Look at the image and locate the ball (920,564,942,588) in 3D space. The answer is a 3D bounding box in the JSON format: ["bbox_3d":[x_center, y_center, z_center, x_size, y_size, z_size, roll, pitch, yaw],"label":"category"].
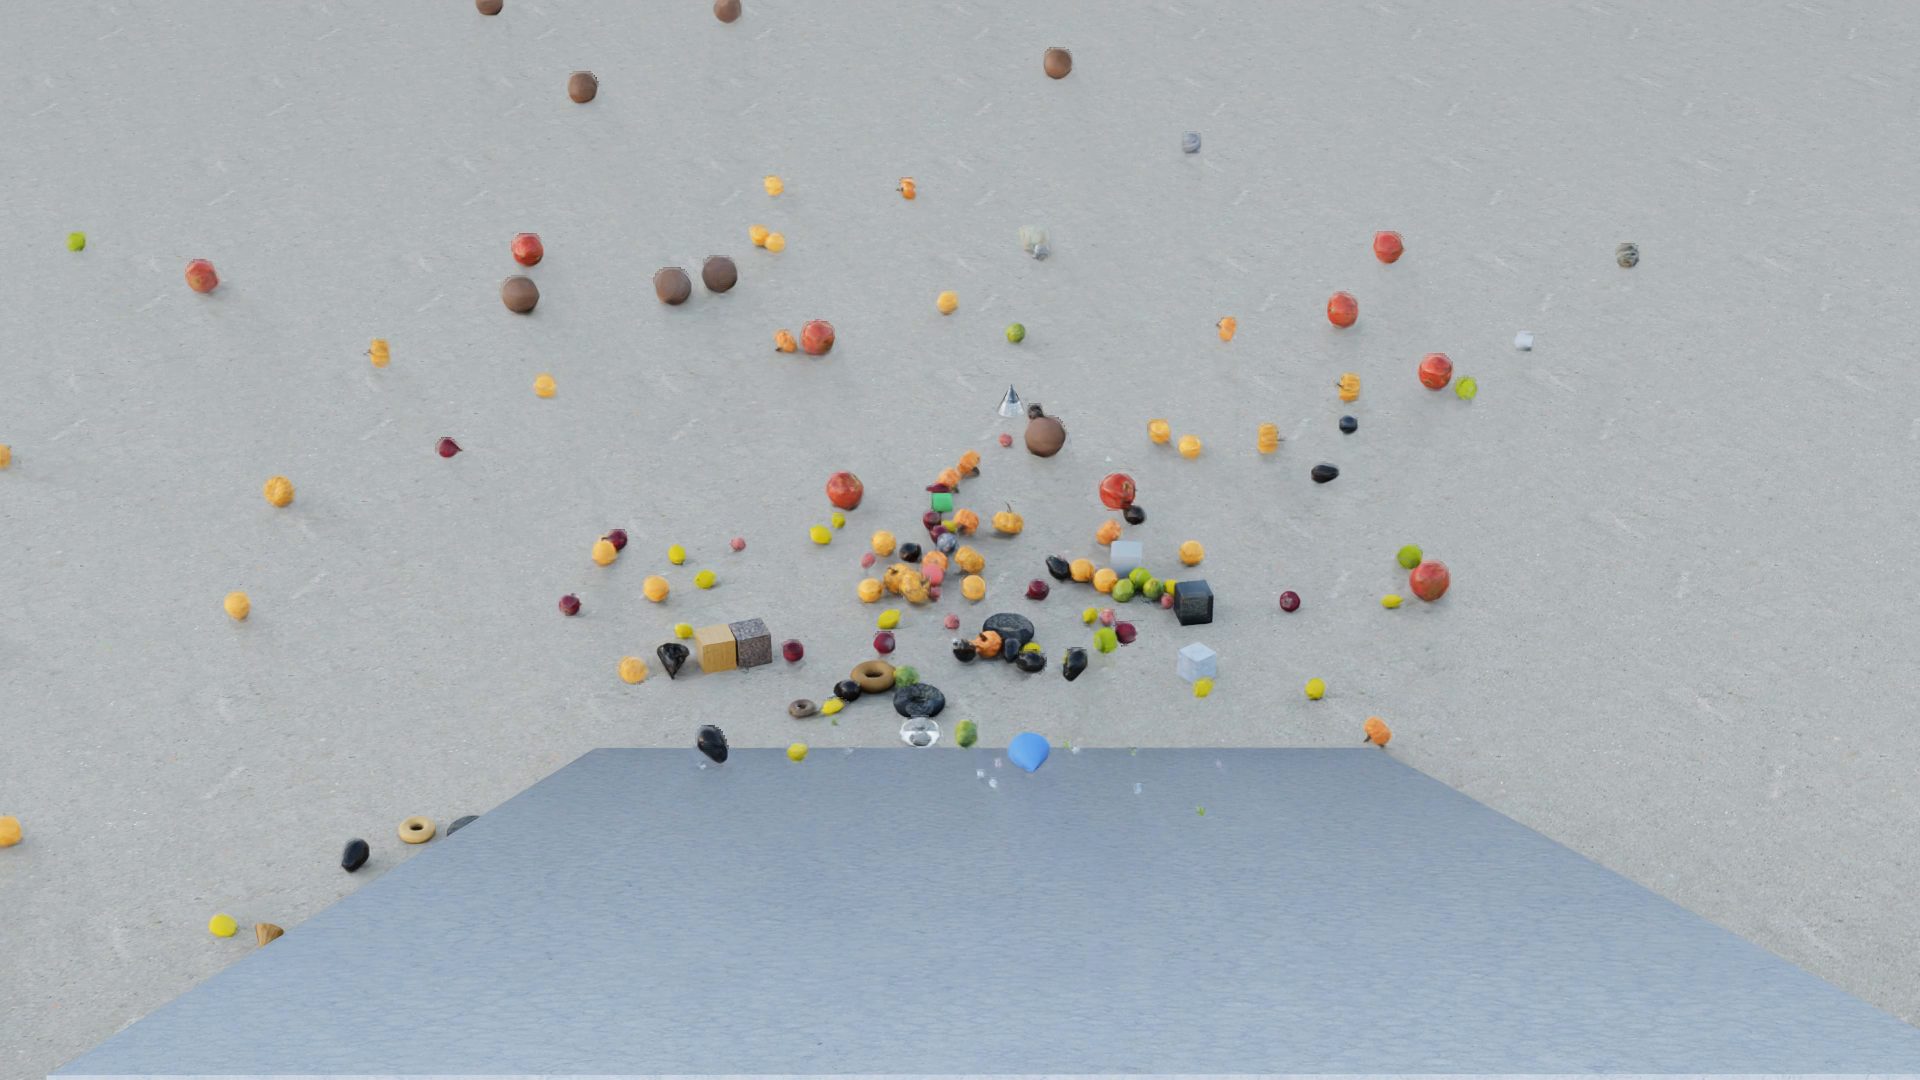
[{"bbox_3d":[-0.083,0.105,7.510,0.067,0.067,0.067,0,29,0],"label":"ball"}]

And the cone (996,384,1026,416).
[{"bbox_3d":[0.169,-0.469,8.498,0.097,0.097,0.097,0,29,0],"label":"cone"}]

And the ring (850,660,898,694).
[{"bbox_3d":[-0.235,0.373,7.059,0.130,0.043,0.130,-1,30,0],"label":"ring"}]

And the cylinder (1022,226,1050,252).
[{"bbox_3d":[0.283,-1.125,9.665,0.086,0.086,0.086,-6,30,-10],"label":"cylinder"}]

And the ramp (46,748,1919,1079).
[{"bbox_3d":[0.066,0.590,4.642,2.000,0.100,4.000,0,0,0],"label":"ramp"}]

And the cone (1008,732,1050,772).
[{"bbox_3d":[0.164,0.514,6.007,0.096,0.096,0.096,-1,27,-2],"label":"cone"}]

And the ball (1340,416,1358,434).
[{"bbox_3d":[1.257,-0.374,8.366,0.060,0.060,0.060,0,29,0],"label":"ball"}]

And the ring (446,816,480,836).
[{"bbox_3d":[-1.214,0.729,6.431,0.123,0.041,0.123,1,29,-1],"label":"ring"}]

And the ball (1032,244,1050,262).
[{"bbox_3d":[0.302,-1.066,9.585,0.066,0.066,0.066,0,29,0],"label":"ball"}]

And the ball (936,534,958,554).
[{"bbox_3d":[-0.038,0.011,7.681,0.063,0.063,0.063,0,29,0],"label":"ball"}]

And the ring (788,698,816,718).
[{"bbox_3d":[-0.424,0.452,6.938,0.075,0.025,0.075,1,29,-1],"label":"ring"}]

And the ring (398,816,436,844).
[{"bbox_3d":[-1.354,0.722,6.453,0.094,0.031,0.094,1,31,0],"label":"ring"}]

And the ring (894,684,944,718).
[{"bbox_3d":[-0.110,0.434,6.949,0.139,0.046,0.139,0,31,0],"label":"ring"}]

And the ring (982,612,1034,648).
[{"bbox_3d":[0.136,0.254,7.266,0.147,0.049,0.147,1,30,0],"label":"ring"}]

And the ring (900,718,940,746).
[{"bbox_3d":[-0.104,0.507,6.830,0.108,0.036,0.108,0,29,0],"label":"ring"}]

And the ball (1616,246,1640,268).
[{"bbox_3d":[2.463,-1.045,9.531,0.083,0.083,0.083,0,29,0],"label":"ball"}]

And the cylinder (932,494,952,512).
[{"bbox_3d":[-0.056,-0.113,7.907,0.057,0.057,0.057,-5,30,-9],"label":"cylinder"}]

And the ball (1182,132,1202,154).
[{"bbox_3d":[0.943,-1.619,10.552,0.081,0.081,0.081,0,29,0],"label":"ball"}]

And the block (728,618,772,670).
[{"bbox_3d":[-0.581,0.286,7.161,0.094,0.094,0.094,-11,31,-19],"label":"block"}]

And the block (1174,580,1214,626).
[{"bbox_3d":[0.664,0.179,7.356,0.090,0.090,0.090,-5,30,-9],"label":"block"}]

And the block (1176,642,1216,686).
[{"bbox_3d":[0.649,0.338,7.088,0.075,0.075,0.075,-21,35,-32],"label":"block"}]

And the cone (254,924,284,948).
[{"bbox_3d":[-1.627,0.944,6.060,0.069,0.069,0.069,3,58,5],"label":"cone"}]

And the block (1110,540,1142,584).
[{"bbox_3d":[0.486,0.065,7.558,0.090,0.090,0.090,2,30,4],"label":"block"}]

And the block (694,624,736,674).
[{"bbox_3d":[-0.674,0.300,7.139,0.092,0.092,0.092,-9,31,-16],"label":"block"}]

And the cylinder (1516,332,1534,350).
[{"bbox_3d":[1.945,-0.684,8.919,0.055,0.055,0.055,7,30,12],"label":"cylinder"}]

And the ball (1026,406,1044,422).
[{"bbox_3d":[0.245,-0.413,8.443,0.052,0.052,0.052,0,29,0],"label":"ball"}]

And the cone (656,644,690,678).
[{"bbox_3d":[-0.790,0.345,7.111,0.090,0.090,0.090,-1,56,-2],"label":"cone"}]
